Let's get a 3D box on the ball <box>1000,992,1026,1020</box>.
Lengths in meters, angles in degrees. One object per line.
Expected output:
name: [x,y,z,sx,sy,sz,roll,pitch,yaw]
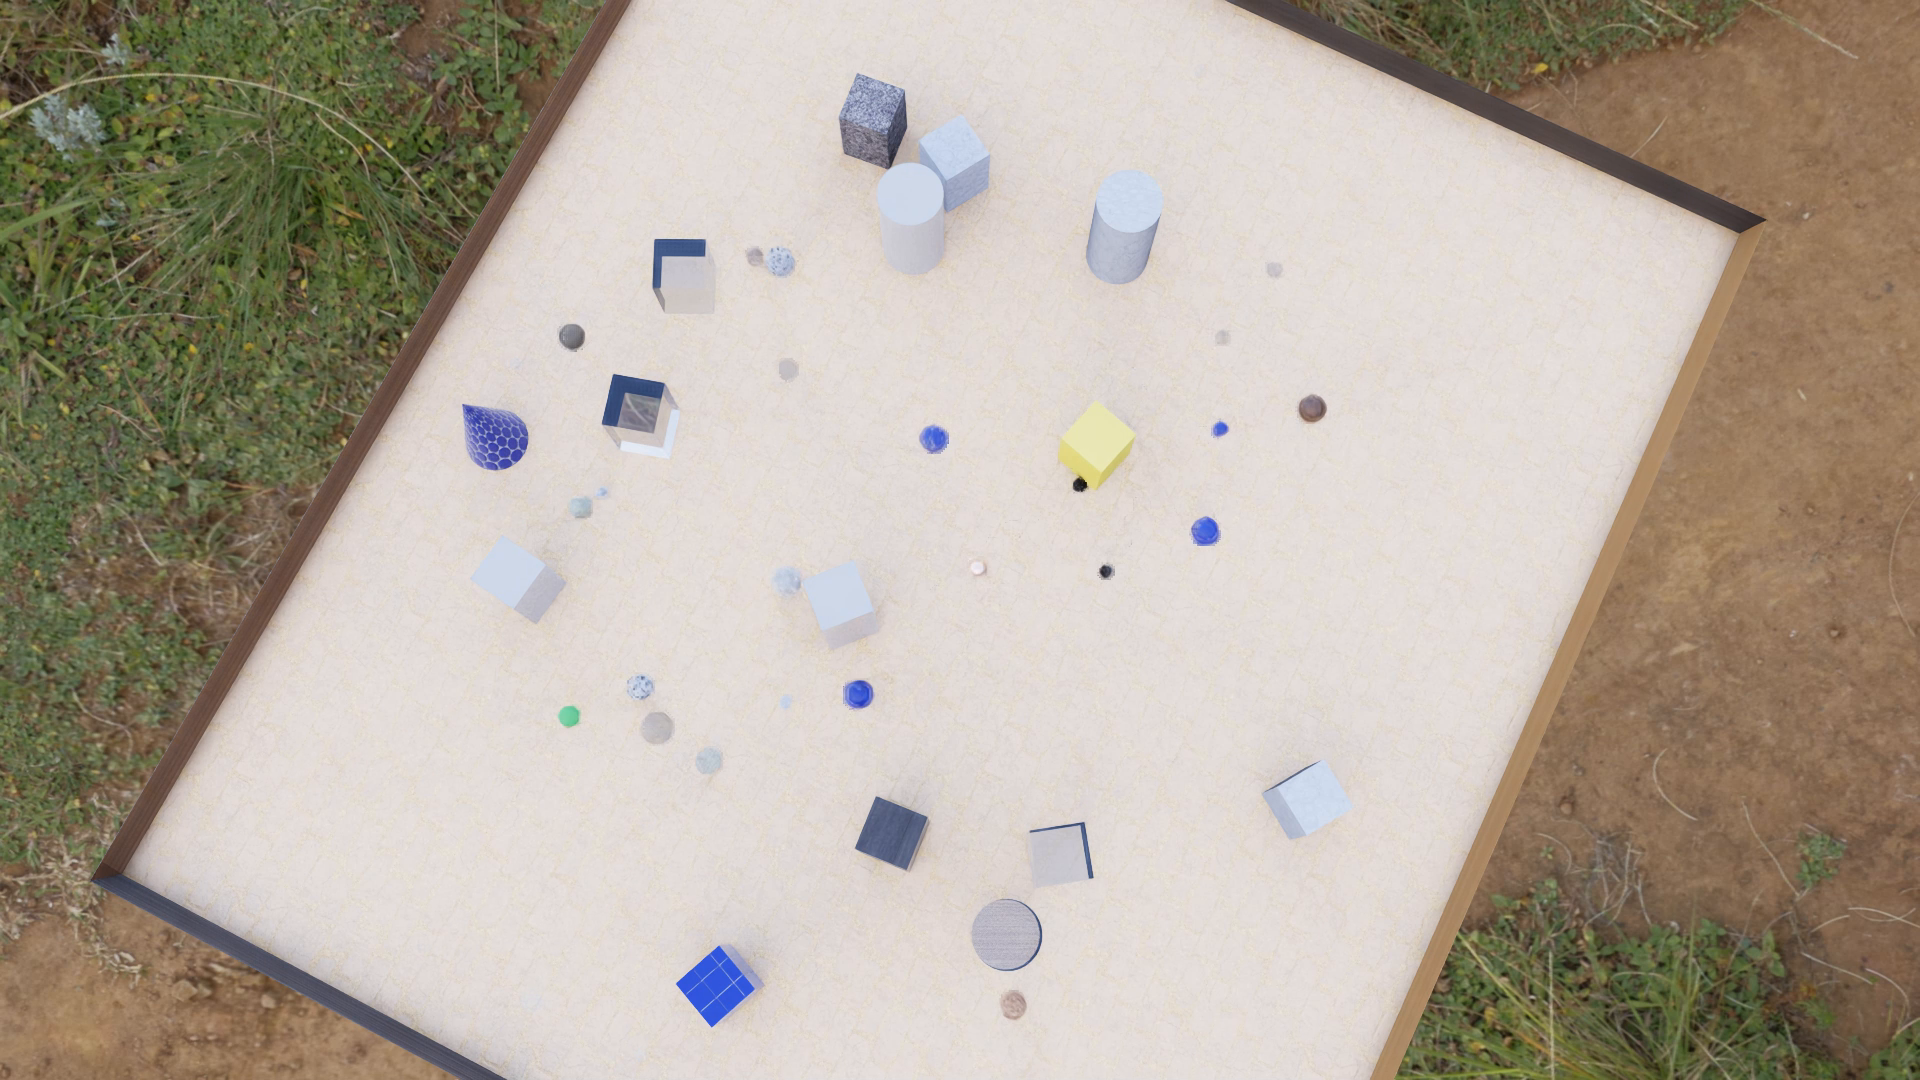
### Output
ball: [0.155,1.348,5.299,0.076,0.076,0.076,0,78,0]

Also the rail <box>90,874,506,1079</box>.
rail: [-0.895,1.760,5.186,3.587,0.128,0.045,26,80,5]

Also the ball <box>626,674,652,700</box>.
ball: [-0.959,0.441,5.485,0.078,0.078,0.078,0,78,0]

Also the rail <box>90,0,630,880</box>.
rail: [-1.583,-0.768,5.709,0.045,0.128,4.052,26,80,5]

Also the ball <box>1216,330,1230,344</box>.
ball: [0.820,-0.632,5.725,0.044,0.044,0.044,0,78,0]

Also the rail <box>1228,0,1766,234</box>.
rail: [0.895,-1.747,5.912,3.587,0.128,0.045,26,80,5]

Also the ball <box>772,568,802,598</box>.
ball: [-0.523,0.129,5.544,0.090,0.090,0.090,0,78,0]

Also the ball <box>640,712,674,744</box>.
ball: [-0.902,0.558,5.451,0.098,0.098,0.098,0,78,0]

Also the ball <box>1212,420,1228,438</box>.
ball: [0.805,-0.343,5.662,0.051,0.051,0.051,0,78,0]

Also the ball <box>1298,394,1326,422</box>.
ball: [1.088,-0.405,5.656,0.088,0.088,0.088,0,78,0]

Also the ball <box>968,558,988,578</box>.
ball: [0.055,0.088,5.567,0.061,0.061,0.061,0,78,0]

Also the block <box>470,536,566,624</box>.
block: [-1.308,0.121,5.444,0.158,0.289,0.158,33,80,6]

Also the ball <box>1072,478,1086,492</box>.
ball: [0.367,-0.170,5.629,0.045,0.045,0.045,0,78,0]

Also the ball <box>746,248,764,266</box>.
ball: [-0.646,-0.889,5.772,0.056,0.056,0.056,0,78,0]

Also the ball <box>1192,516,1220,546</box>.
ball: [0.748,-0.028,5.578,0.086,0.086,0.086,0,78,0]

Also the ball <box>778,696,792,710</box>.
ball: [-0.524,0.487,5.494,0.042,0.042,0.042,0,78,0]

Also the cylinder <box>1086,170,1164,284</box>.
cylinder: [0.497,-0.948,5.585,0.197,0.446,0.197,0,78,0]

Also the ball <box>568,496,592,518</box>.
ball: [-1.161,-0.102,5.602,0.070,0.070,0.070,0,78,0]

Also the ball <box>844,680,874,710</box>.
ball: [-0.301,0.462,5.475,0.090,0.090,0.090,0,78,0]

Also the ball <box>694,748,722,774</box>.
ball: [-0.746,0.657,5.440,0.080,0.080,0.080,0,78,0]

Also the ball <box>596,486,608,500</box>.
ball: [-1.099,-0.146,5.626,0.041,0.041,0.041,0,78,0]

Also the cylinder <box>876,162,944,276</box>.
cylinder: [-0.147,-0.976,5.603,0.197,0.423,0.197,0,78,0]

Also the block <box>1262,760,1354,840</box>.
block: [1.005,0.755,5.317,0.158,0.281,0.158,-30,80,-6]

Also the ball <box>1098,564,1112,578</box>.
ball: [0.443,0.095,5.576,0.042,0.042,0.042,0,78,0]

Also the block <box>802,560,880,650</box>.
block: [-0.346,0.196,5.381,0.158,0.382,0.158,-22,79,-4]

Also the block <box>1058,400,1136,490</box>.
block: [0.412,-0.283,5.553,0.158,0.239,0.158,41,81,8]

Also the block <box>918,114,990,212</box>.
block: [-0.017,-1.174,5.726,0.158,0.261,0.158,-32,80,-6]

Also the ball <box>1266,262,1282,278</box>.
ball: [0.989,-0.851,5.767,0.051,0.051,0.051,0,78,0]

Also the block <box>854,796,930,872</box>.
block: [-0.192,0.851,5.279,0.158,0.315,0.158,21,79,4]

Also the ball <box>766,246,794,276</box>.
ball: [-0.564,-0.875,5.752,0.090,0.090,0.090,0,78,0]

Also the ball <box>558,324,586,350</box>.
ball: [-1.207,-0.634,5.706,0.082,0.082,0.082,0,78,0]

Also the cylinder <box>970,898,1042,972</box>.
cylinder: [0.130,1.126,5.228,0.197,0.305,0.197,0,78,0]

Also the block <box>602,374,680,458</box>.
block: [-0.961,-0.371,5.539,0.158,0.302,0.158,10,78,2]

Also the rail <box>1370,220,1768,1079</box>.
rail: [1.583,0.782,5.388,0.045,0.128,4.052,26,80,5]

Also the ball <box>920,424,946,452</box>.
ball: [-0.082,-0.312,5.638,0.084,0.084,0.084,0,78,0]

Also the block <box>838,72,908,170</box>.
block: [-0.271,-1.310,5.749,0.158,0.273,0.158,20,79,4]

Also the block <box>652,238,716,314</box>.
block: [-0.850,-0.813,5.663,0.158,0.239,0.158,0,78,0]

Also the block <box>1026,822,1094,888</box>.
block: [0.284,0.909,5.271,0.158,0.309,0.158,-9,78,-2]

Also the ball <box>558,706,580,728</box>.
ball: [-1.168,0.527,5.474,0.065,0.065,0.065,0,78,0]

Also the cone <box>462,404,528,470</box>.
cone: [-1.436,-0.352,5.481,0.197,0.407,0.197,0,78,0]

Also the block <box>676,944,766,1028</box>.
block: [-0.678,1.265,5.214,0.158,0.276,0.158,-41,81,-8]

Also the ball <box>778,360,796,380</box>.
ball: [-0.538,-0.528,5.695,0.060,0.060,0.060,0,78,0]
